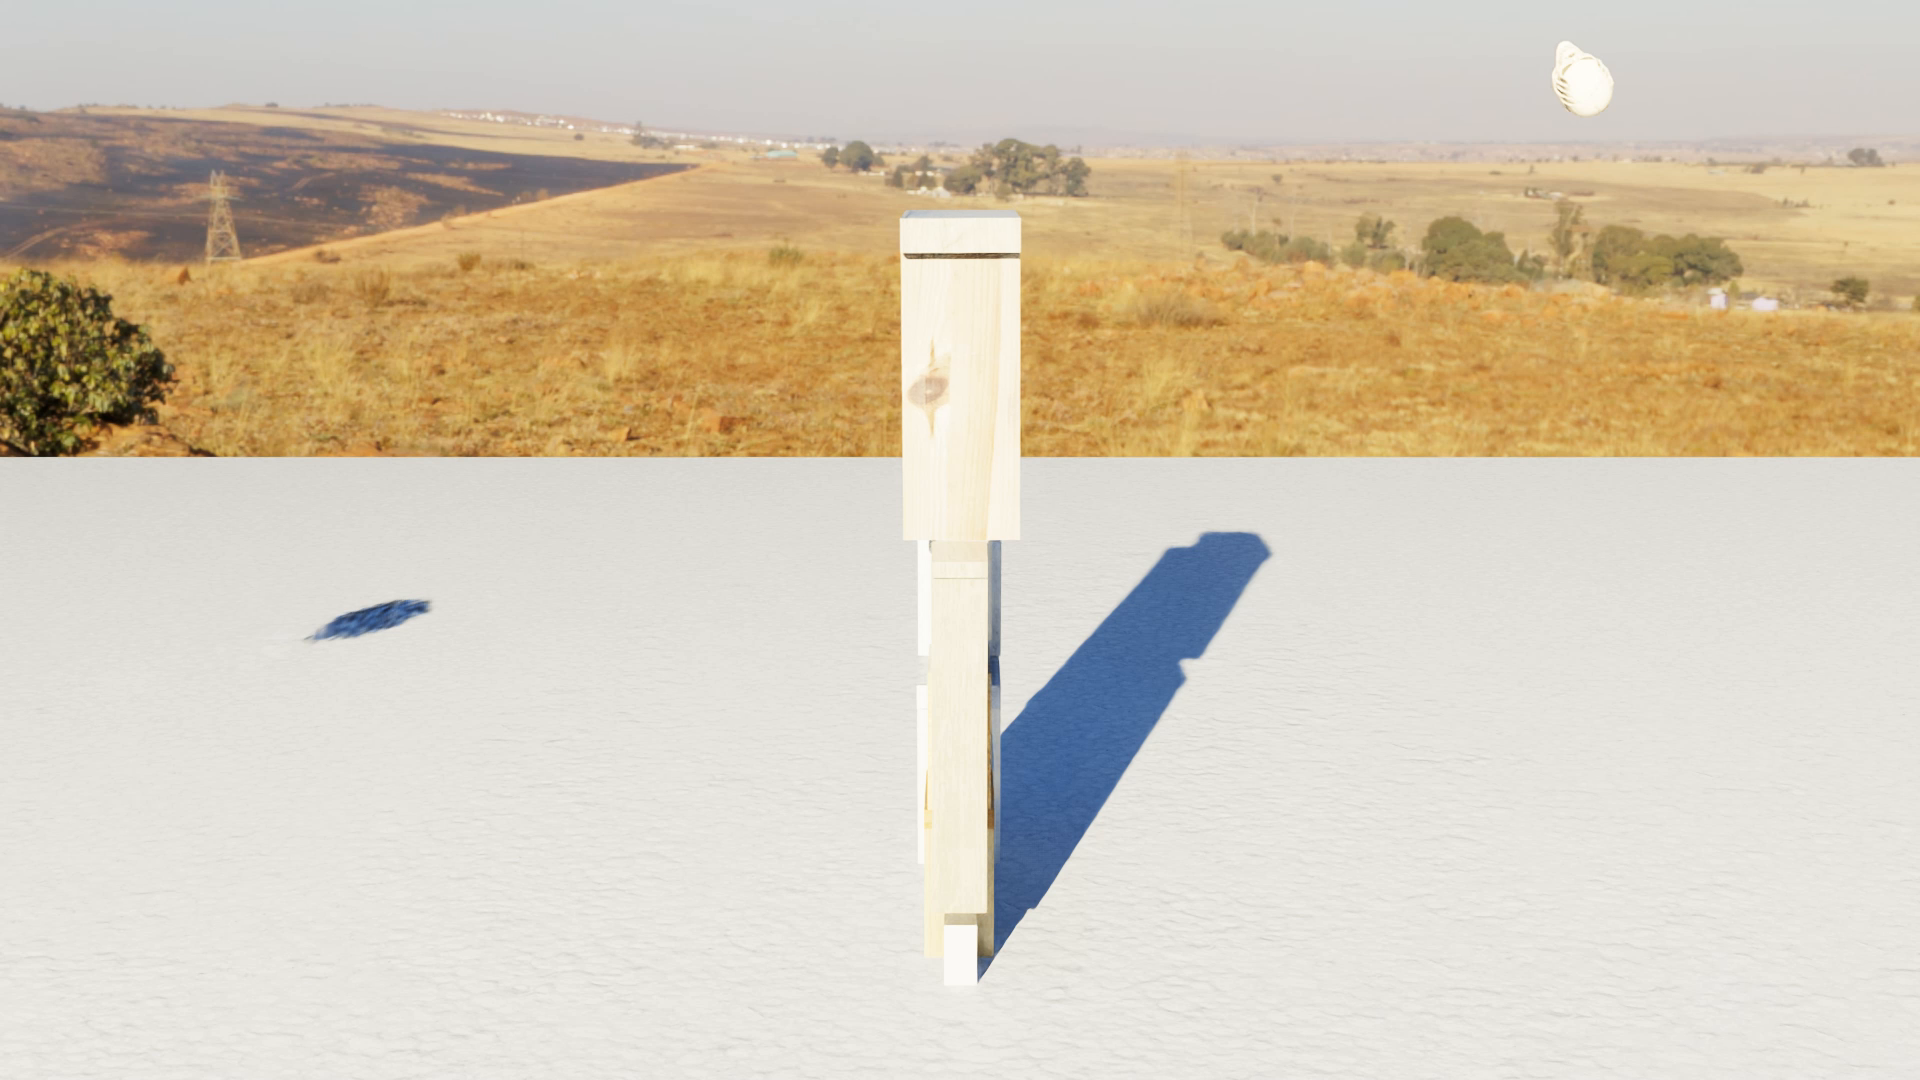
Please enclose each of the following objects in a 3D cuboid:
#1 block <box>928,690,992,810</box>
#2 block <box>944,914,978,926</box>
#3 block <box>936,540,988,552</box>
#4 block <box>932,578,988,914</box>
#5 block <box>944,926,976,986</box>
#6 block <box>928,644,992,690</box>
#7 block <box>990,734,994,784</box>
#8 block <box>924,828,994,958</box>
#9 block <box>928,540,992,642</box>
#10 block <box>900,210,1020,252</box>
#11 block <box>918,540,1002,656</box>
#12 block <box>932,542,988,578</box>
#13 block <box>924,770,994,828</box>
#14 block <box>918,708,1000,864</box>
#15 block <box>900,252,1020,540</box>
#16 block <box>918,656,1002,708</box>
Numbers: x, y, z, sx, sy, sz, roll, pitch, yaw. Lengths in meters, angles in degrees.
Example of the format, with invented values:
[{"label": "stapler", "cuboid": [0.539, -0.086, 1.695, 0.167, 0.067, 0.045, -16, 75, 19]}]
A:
[{"label": "block", "cuboid": [-0.001, 0.312, 3.319, 0.095, 0.190, 0.027, 0, 11, 0]}, {"label": "block", "cuboid": [0.001, 0.554, 3.295, 0.049, 0.014, 0.097, 0, 11, 0]}, {"label": "block", "cuboid": [0.003, 0.001, 3.404, 0.079, 0.022, 0.158, 0, 11, 0]}, {"label": "block", "cuboid": [-0.001, 0.300, 3.225, 0.081, 0.510, 0.023, 0, 11, 0]}, {"label": "block", "cuboid": [0.001, 0.614, 3.273, 0.049, 0.097, 0.014, 0, 11, 0]}, {"label": "block", "cuboid": [-0.001, 0.194, 3.361, 0.095, 0.027, 0.190, 0, 11, 0]}, {"label": "block", "cuboid": [0.003, 0.366, 3.643, 0.105, 0.030, 0.211, 0, 11, 0]}, {"label": "block", "cuboid": [-0.001, 0.535, 3.382, 0.106, 0.212, 0.030, 0, 11, 0]}, {"label": "block", "cuboid": [0.000, 0.038, 3.531, 0.102, 0.250, 0.029, 0, 11, 0]}, {"label": "block", "cuboid": [0.001, -0.479, 3.403, 0.177, 0.050, 0.354, 0, 11, 0]}, {"label": "block", "cuboid": [-0.001, -0.075, 3.914, 0.148, 0.567, 0.042, 0, 11, 0]}, {"label": "block", "cuboid": [-0.001, 0.028, 3.229, 0.081, 0.023, 0.162, 0, 11, 0]}, {"label": "block", "cuboid": [-0.001, 0.403, 3.429, 0.106, 0.030, 0.212, 0, 11, 0]}, {"label": "block", "cuboid": [-0.002, 0.418, 3.813, 0.143, 0.285, 0.040, 0, 11, 0]}, {"label": "block", "cuboid": [0.002, -0.219, 3.331, 0.177, 0.436, 0.050, 0, 10, 0]}, {"label": "block", "cuboid": [-0.002, 0.241, 3.877, 0.143, 0.040, 0.285, 0, 11, 0]}]
